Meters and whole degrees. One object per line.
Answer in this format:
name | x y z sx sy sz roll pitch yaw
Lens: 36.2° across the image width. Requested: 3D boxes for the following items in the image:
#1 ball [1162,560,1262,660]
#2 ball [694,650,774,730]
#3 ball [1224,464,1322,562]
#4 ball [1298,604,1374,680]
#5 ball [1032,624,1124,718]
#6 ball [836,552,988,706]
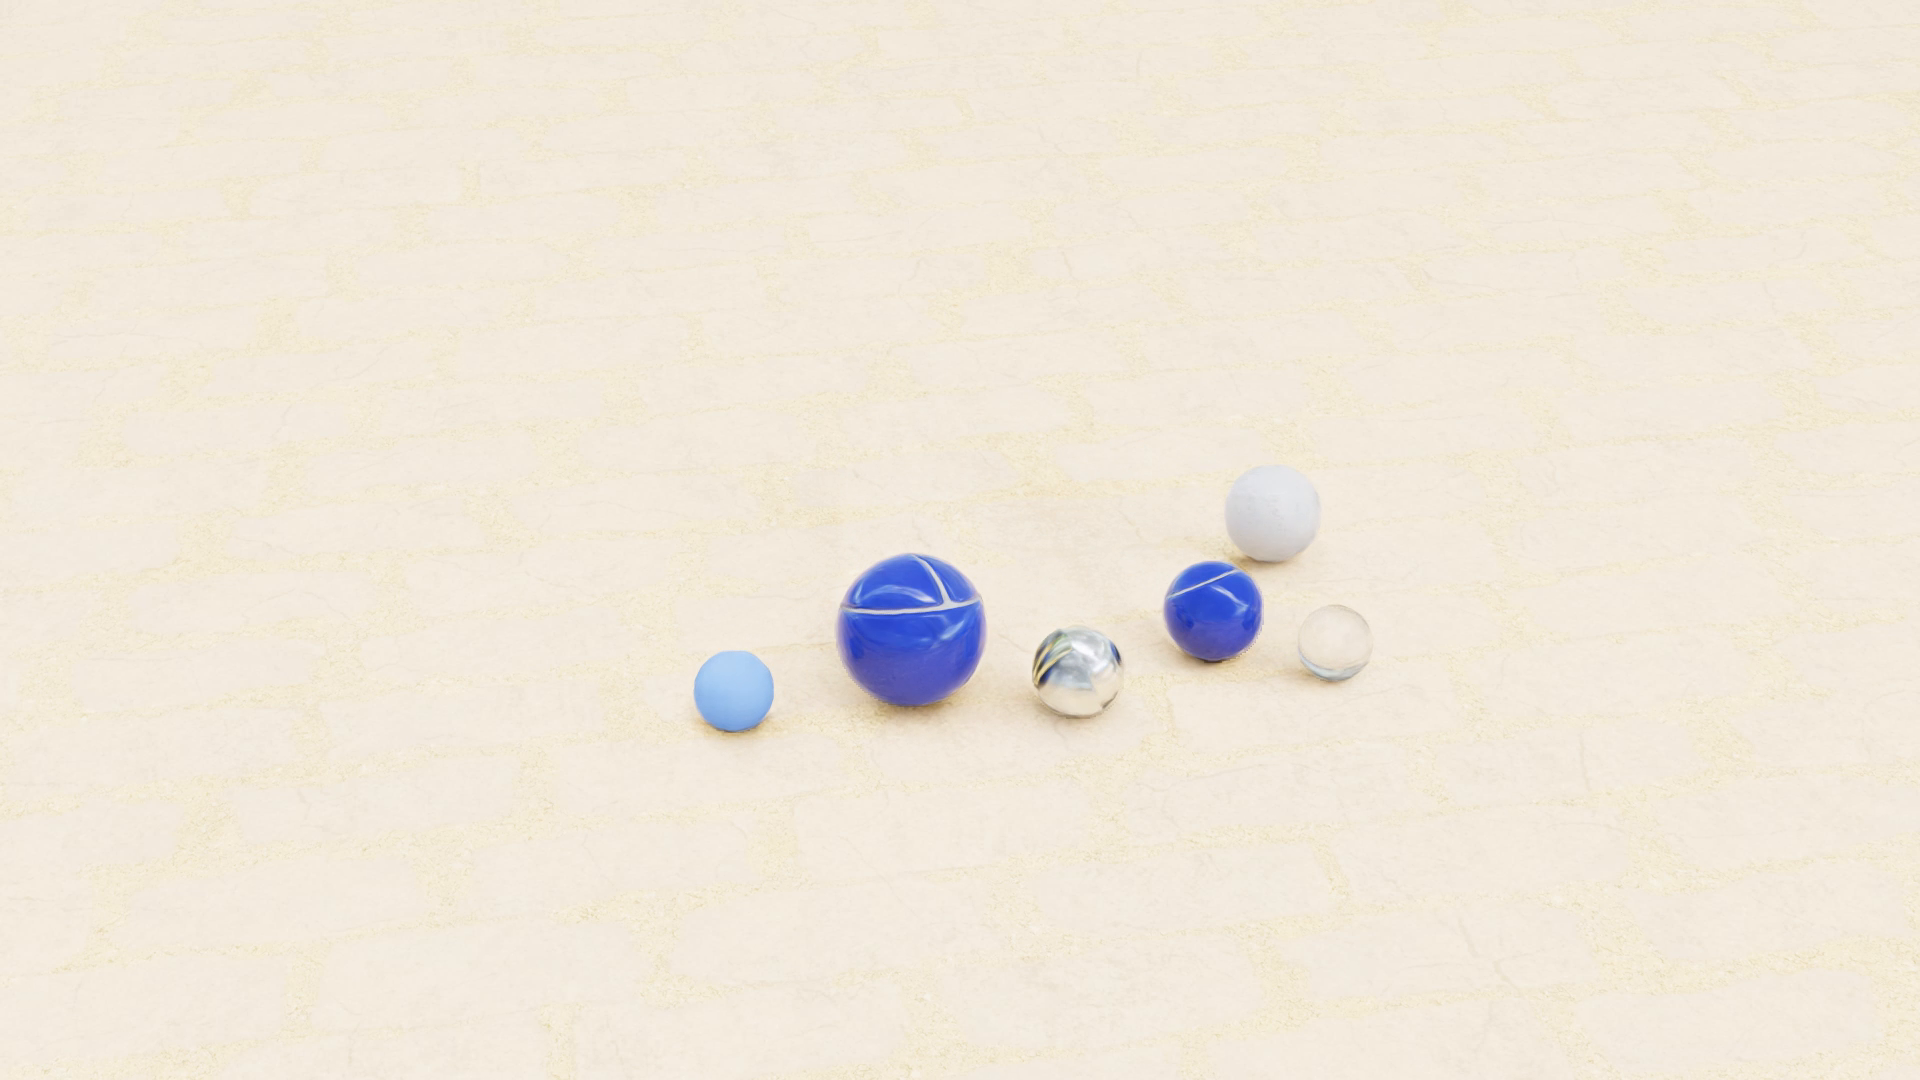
ball | 0.139 0.039 1.615 0.055 0.055 0.055 0 31 0
ball | -0.120 0.080 1.558 0.043 0.043 0.043 0 31 0
ball | 0.181 -0.016 1.704 0.057 0.057 0.057 0 31 0
ball | 0.204 0.056 1.600 0.041 0.041 0.041 0 31 0
ball | 0.063 0.070 1.568 0.049 0.049 0.049 0 31 0
ball | -0.025 0.048 1.574 0.082 0.082 0.082 0 31 0
